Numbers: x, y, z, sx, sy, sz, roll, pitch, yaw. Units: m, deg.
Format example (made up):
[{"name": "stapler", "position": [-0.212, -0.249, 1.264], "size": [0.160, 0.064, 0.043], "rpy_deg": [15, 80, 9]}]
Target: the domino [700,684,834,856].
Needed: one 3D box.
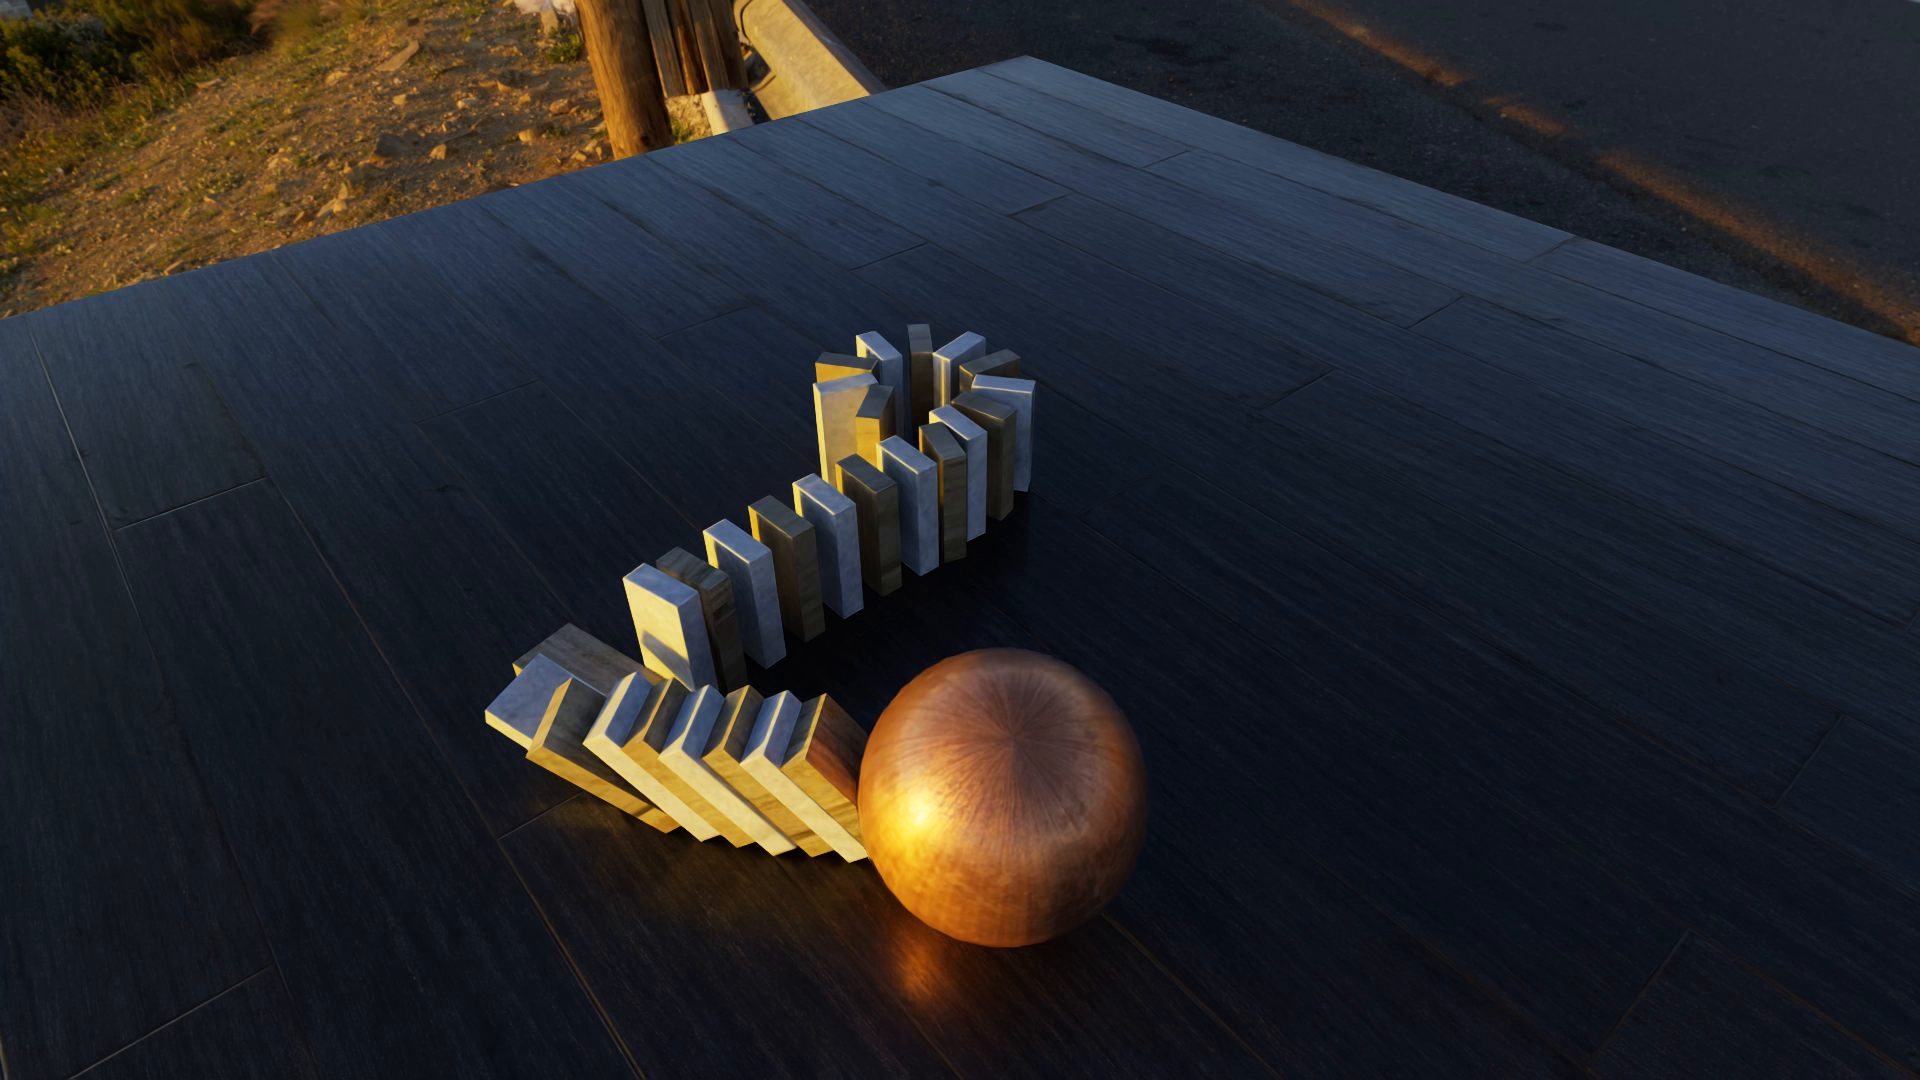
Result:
[{"name": "domino", "position": [-0.054, 0.069, 0.330], "size": [0.010, 0.050, 0.025], "rpy_deg": [-25, 30, 28]}]

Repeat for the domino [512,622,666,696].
[{"name": "domino", "position": [-0.128, 0.049, 0.384], "size": [0.050, 0.010, 0.025], "rpy_deg": [23, 45, 26]}]

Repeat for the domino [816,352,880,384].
[{"name": "domino", "position": [-0.048, -0.056, 0.480], "size": [0.025, 0.050, 0.009], "rpy_deg": [9, 40, 11]}]

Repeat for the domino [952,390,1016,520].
[{"name": "domino", "position": [0.009, -0.034, 0.453], "size": [0.025, 0.050, 0.009], "rpy_deg": [23, 45, 26]}]

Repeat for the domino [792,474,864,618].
[{"name": "domino", "position": [-0.049, 0.003, 0.408], "size": [0.009, 0.050, 0.025], "rpy_deg": [-30, 48, -31]}]

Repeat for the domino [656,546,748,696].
[{"name": "domino", "position": [-0.088, 0.029, 0.377], "size": [0.025, 0.050, 0.010], "rpy_deg": [25, 46, 27]}]

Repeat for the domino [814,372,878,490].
[{"name": "domino", "position": [-0.047, -0.045, 0.466], "size": [0.025, 0.050, 0.010], "rpy_deg": [-15, 42, -18]}]

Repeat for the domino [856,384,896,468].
[{"name": "domino", "position": [-0.034, -0.036, 0.456], "size": [0.010, 0.050, 0.025], "rpy_deg": [7, 40, 9]}]

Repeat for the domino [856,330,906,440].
[{"name": "domino", "position": [-0.035, -0.065, 0.491], "size": [0.010, 0.050, 0.025], "rpy_deg": [-20, 44, -23]}]

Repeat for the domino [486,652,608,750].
[{"name": "domino", "position": [-0.123, 0.061, 0.353], "size": [0.050, 0.009, 0.025], "rpy_deg": [32, 52, 2]}]

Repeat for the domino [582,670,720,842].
[{"name": "domino", "position": [-0.088, 0.066, 0.334], "size": [0.010, 0.050, 0.025], "rpy_deg": [-25, 30, 28]}]

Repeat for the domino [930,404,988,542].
[{"name": "domino", "position": [-0.001, -0.027, 0.444], "size": [0.009, 0.050, 0.025], "rpy_deg": [-26, 46, -28]}]

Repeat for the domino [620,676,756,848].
[{"name": "domino", "position": [-0.077, 0.067, 0.332], "size": [0.010, 0.050, 0.025], "rpy_deg": [-25, 30, 28]}]

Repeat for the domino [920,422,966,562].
[{"name": "domino", "position": [-0.007, -0.019, 0.434], "size": [0.010, 0.050, 0.025], "rpy_deg": [-15, 42, -17]}]

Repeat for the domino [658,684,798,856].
[{"name": "domino", "position": [-0.065, 0.069, 0.330], "size": [0.009, 0.050, 0.025], "rpy_deg": [-25, 31, 28]}]

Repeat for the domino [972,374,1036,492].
[{"name": "domino", "position": [0.018, -0.045, 0.466], "size": [0.025, 0.050, 0.009], "rpy_deg": [8, 40, 9]}]

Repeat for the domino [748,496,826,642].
[{"name": "domino", "position": [-0.062, 0.011, 0.398], "size": [0.009, 0.050, 0.025], "rpy_deg": [-32, 49, -33]}]

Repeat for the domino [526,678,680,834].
[{"name": "domino", "position": [-0.104, 0.066, 0.335], "size": [0.009, 0.050, 0.025], "rpy_deg": [-32, 33, 32]}]

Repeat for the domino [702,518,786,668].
[{"name": "domino", "position": [-0.075, 0.019, 0.388], "size": [0.025, 0.050, 0.010], "rpy_deg": [31, 48, 32]}]

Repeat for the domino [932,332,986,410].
[{"name": "domino", "position": [0.000, -0.065, 0.490], "size": [0.010, 0.050, 0.025], "rpy_deg": [26, 46, 28]}]

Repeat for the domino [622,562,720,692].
[{"name": "domino", "position": [-0.097, 0.034, 0.370], "size": [0.025, 0.050, 0.009], "rpy_deg": [24, 45, 26]}]

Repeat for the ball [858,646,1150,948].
[{"name": "ball", "position": [0.012, 0.070, 0.303], "size": [0.080, 0.080, 0.080], "rpy_deg": [0, 39, 0]}]

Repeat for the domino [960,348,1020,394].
[{"name": "domino", "position": [0.013, -0.056, 0.480], "size": [0.025, 0.050, 0.009], "rpy_deg": [-23, 45, -26]}]

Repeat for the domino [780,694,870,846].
[{"name": "domino", "position": [-0.031, 0.072, 0.327], "size": [0.010, 0.050, 0.025], "rpy_deg": [-25, 30, 28]}]

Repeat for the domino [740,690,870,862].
[{"name": "domino", "position": [-0.042, 0.071, 0.328], "size": [0.009, 0.050, 0.025], "rpy_deg": [-25, 30, 28]}]

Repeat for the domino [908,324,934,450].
[{"name": "domino", "position": [-0.017, -0.069, 0.495], "size": [0.009, 0.050, 0.025], "rpy_deg": [-4, 39, -4]}]

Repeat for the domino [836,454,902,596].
[{"name": "domino", "position": [-0.034, -0.005, 0.418], "size": [0.009, 0.050, 0.025], "rpy_deg": [-29, 47, -30]}]

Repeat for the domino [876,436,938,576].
[{"name": "domino", "position": [-0.020, -0.013, 0.427], "size": [0.010, 0.050, 0.025], "rpy_deg": [-28, 47, -30]}]
